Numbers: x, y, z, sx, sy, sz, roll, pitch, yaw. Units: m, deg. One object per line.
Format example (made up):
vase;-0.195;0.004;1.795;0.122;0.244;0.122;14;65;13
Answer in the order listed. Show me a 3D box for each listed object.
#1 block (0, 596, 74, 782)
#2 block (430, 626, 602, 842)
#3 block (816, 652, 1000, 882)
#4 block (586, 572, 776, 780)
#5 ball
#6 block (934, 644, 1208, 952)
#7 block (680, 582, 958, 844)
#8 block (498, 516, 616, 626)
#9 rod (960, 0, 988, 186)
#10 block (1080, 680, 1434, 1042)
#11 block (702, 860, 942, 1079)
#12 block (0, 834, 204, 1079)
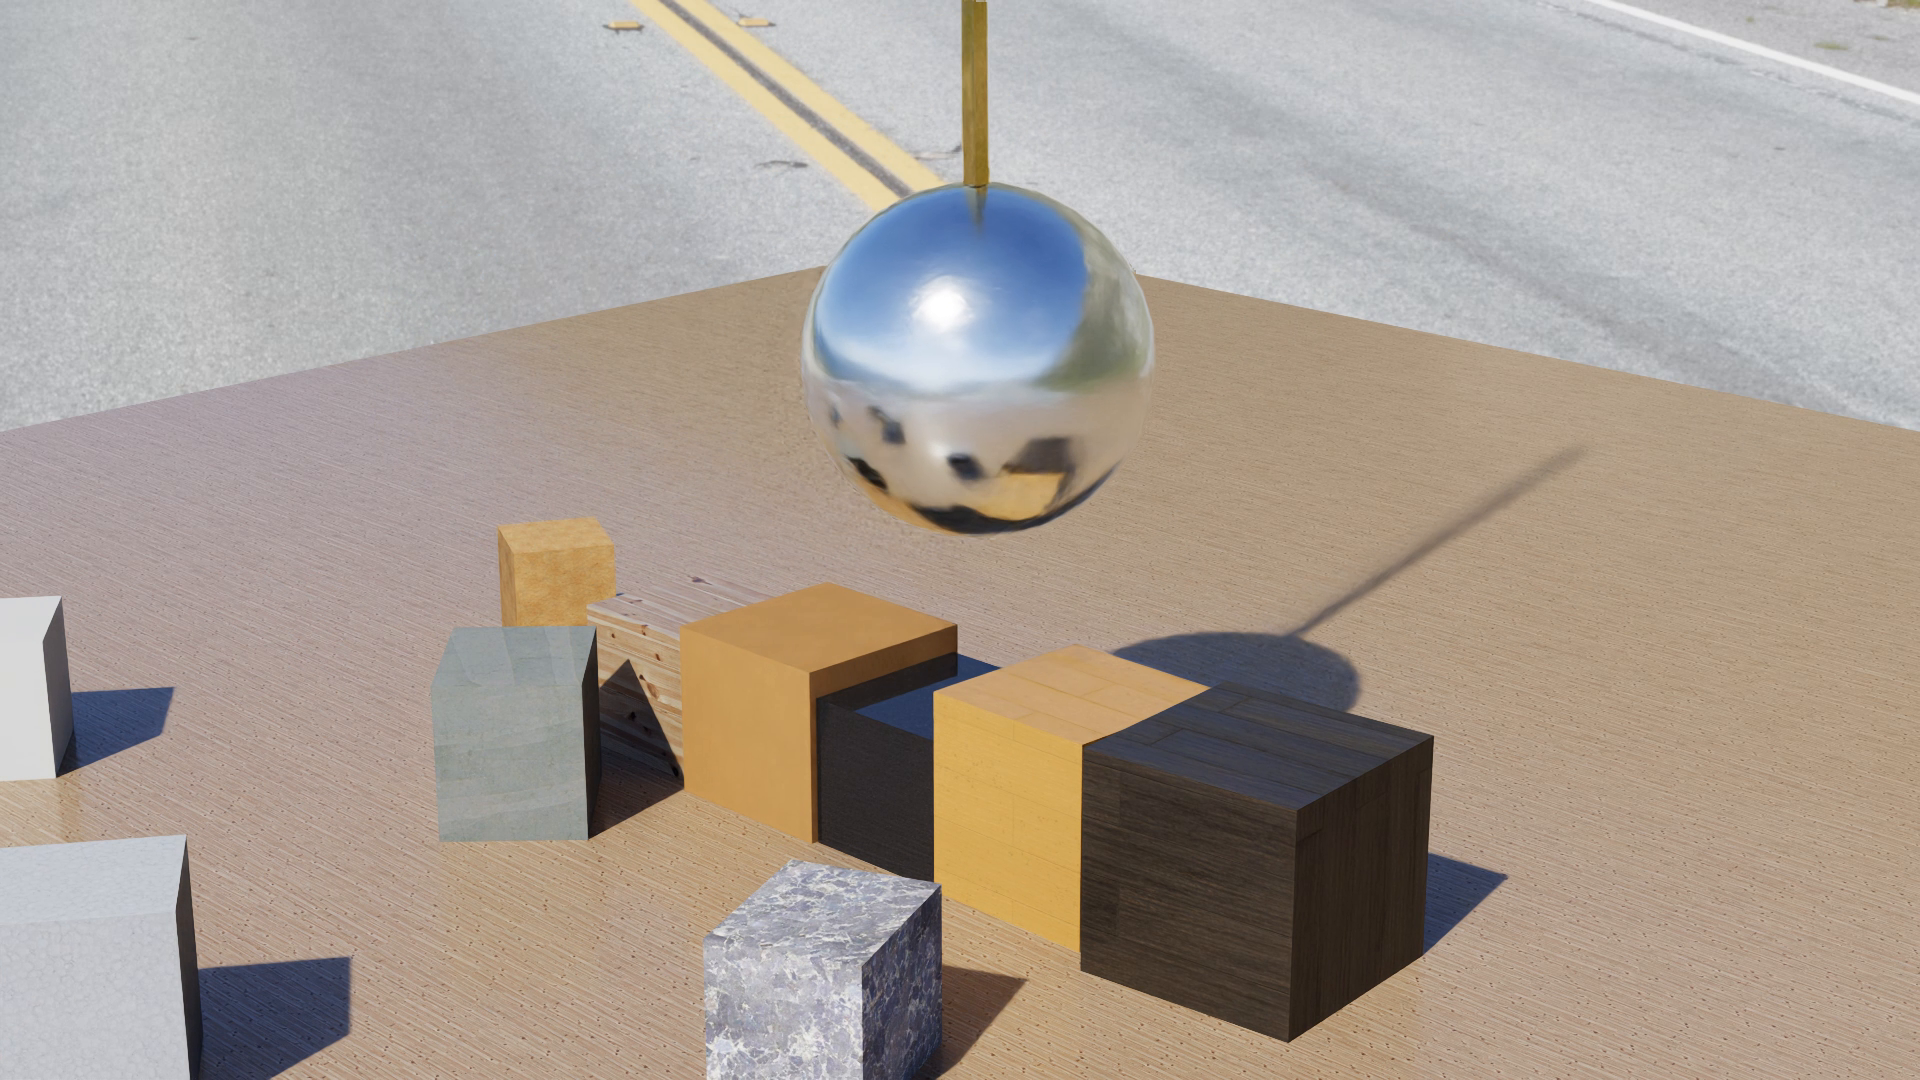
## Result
block;-4.929;0.753;14.752;0.762;0.718;0.720;-3;18;-9
block;-2.120;0.922;14.110;0.698;0.780;0.838;-1;17;-2
block;-0.076;1.065;13.749;0.773;0.724;0.901;16;24;42
block;-1.319;0.687;14.921;0.779;0.742;0.831;-17;24;-42
ball;0.081;-0.807;13.173;1.600;1.600;1.600;0;17;0
block;0.526;1.132;13.137;0.914;0.964;0.905;-16;24;-42
block;-0.684;0.820;14.307;0.969;0.856;0.932;-17;24;-42
block;-2.268;0.259;16.511;0.559;0.605;0.556;-6;18;-17
rod;0.035;-4.037;12.110;0.080;5.200;0.080;17;25;42
block;1.254;1.329;12.418;1.054;1.017;1.051;14;22;37
block;-0.526;1.777;11.520;0.658;0.701;0.807;7;19;20
block;-3.425;1.726;11.385;0.844;0.880;0.743;-3;18;-11
